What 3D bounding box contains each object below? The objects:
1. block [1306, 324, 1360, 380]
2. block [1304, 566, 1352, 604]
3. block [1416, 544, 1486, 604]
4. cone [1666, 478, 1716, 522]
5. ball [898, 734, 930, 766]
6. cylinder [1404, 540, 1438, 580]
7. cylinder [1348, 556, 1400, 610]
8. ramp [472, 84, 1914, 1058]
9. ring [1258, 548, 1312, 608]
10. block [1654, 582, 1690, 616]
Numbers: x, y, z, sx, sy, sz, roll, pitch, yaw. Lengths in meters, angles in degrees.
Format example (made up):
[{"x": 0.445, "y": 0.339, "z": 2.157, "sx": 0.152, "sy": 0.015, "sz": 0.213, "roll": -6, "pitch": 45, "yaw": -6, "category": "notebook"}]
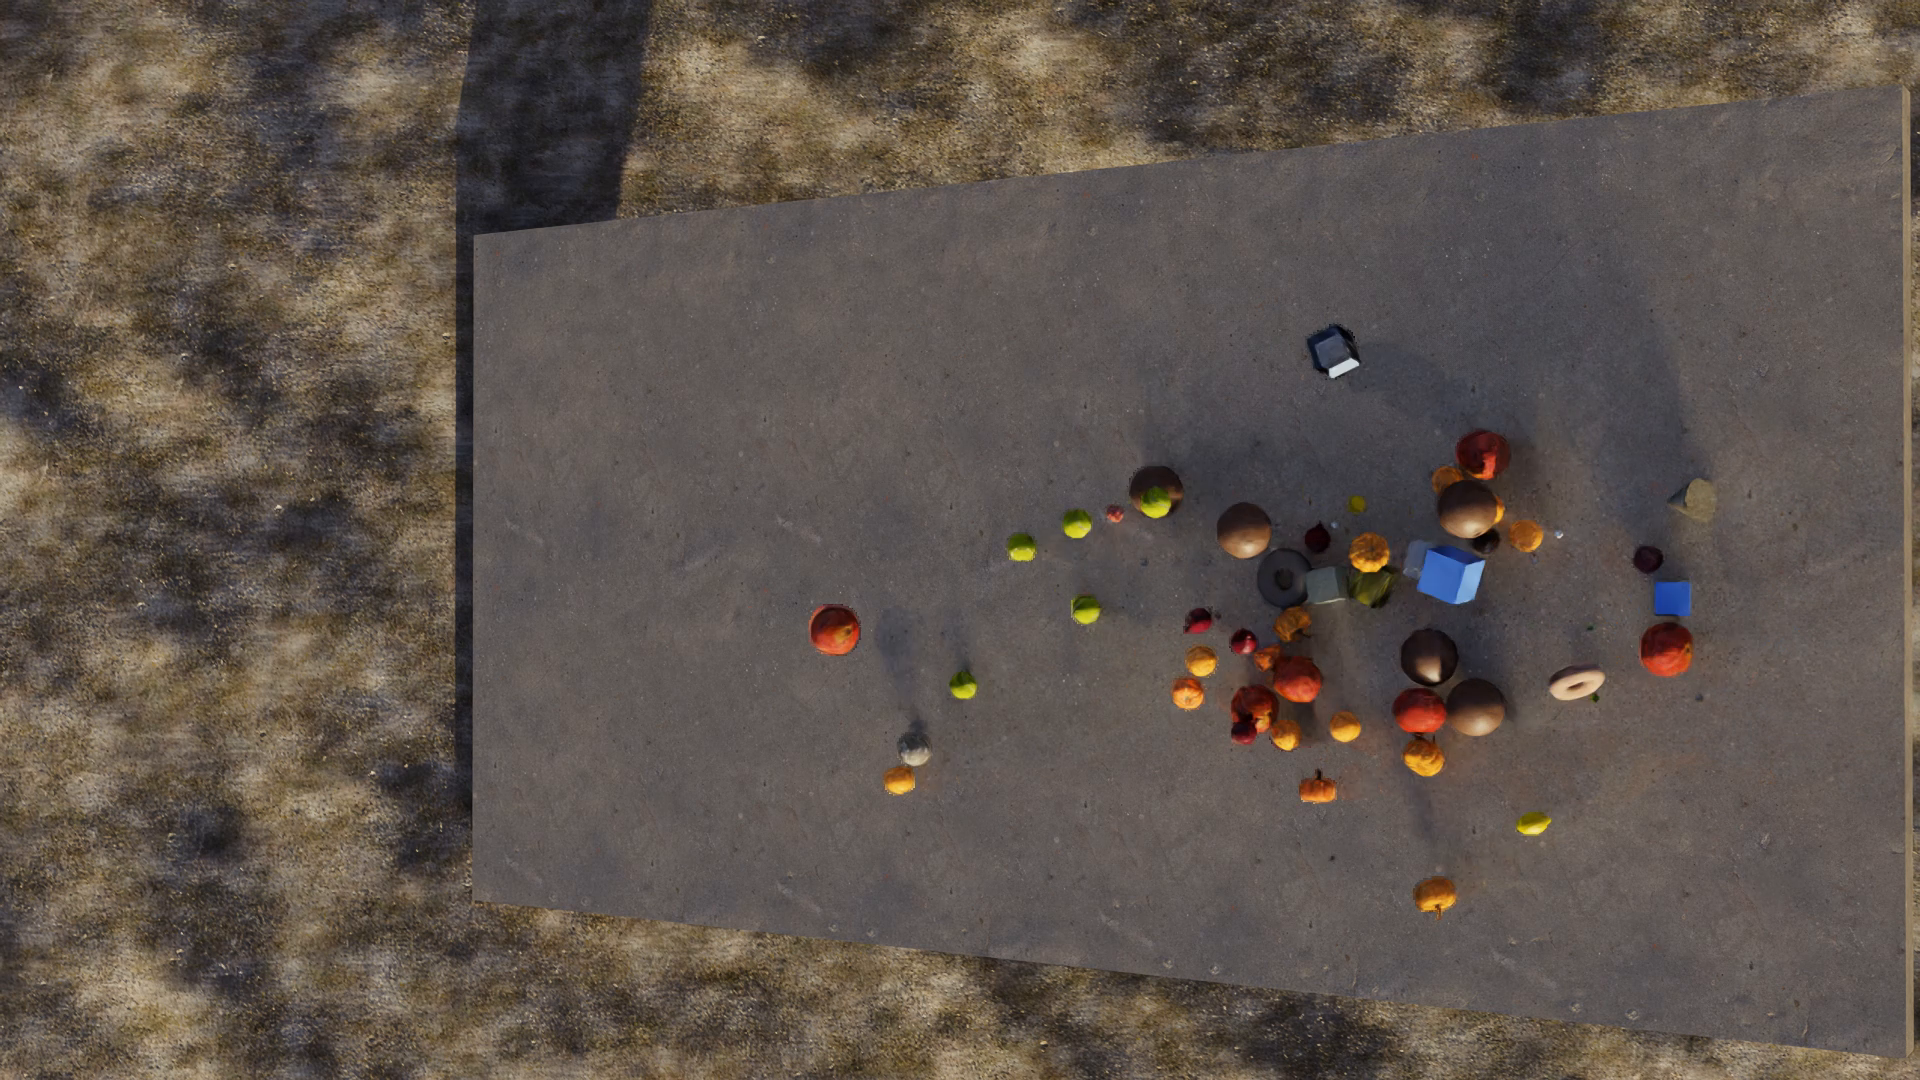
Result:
[{"x": 0.868, "y": -0.437, "z": 5.109, "sx": 0.081, "sy": 0.081, "sz": 0.081, "roll": -27, "pitch": 62, "yaw": 27, "category": "block"}, {"x": 0.859, "y": 0.105, "z": 5.133, "sx": 0.076, "sy": 0.076, "sz": 0.076, "roll": -14, "pitch": 82, "yaw": 31, "category": "block"}, {"x": 1.092, "y": 0.077, "z": 4.886, "sx": 0.096, "sy": 0.096, "sz": 0.096, "roll": 25, "pitch": 111, "yaw": 34, "category": "block"}, {"x": 1.553, "y": -0.084, "z": 4.725, "sx": 0.096, "sy": 0.096, "sz": 0.096, "roll": 1, "pitch": 87, "yaw": -32, "category": "cone"}, {"x": -0.118, "y": 0.546, "z": 5.729, "sx": 0.083, "sy": 0.083, "sz": 0.083, "roll": 0, "pitch": 89, "yaw": 0, "category": "ball"}, {"x": 1.049, "y": 0.047, "z": 5.000, "sx": 0.069, "sy": 0.069, "sz": 0.069, "roll": 16, "pitch": 73, "yaw": 0, "category": "cylinder"}, {"x": 0.953, "y": 0.098, "z": 5.064, "sx": 0.091, "sy": 0.091, "sz": 0.091, "roll": 26, "pitch": 107, "yaw": 0, "category": "cylinder"}, {"x": 0.263, "y": 0.072, "z": 5.606, "sx": 4.000, "sy": 0.100, "sz": 2.000, "roll": 0, "pitch": 89, "yaw": 32, "category": "ramp"}, {"x": 0.770, "y": 0.091, "z": 5.206, "sx": 0.142, "sy": 0.047, "sz": 0.142, "roll": 1, "pitch": 91, "yaw": 32, "category": "ring"}, {"x": 1.528, "y": 0.127, "z": 4.716, "sx": 0.069, "sy": 0.069, "sz": 0.069, "roll": 0, "pitch": 88, "yaw": 22, "category": "block"}]
